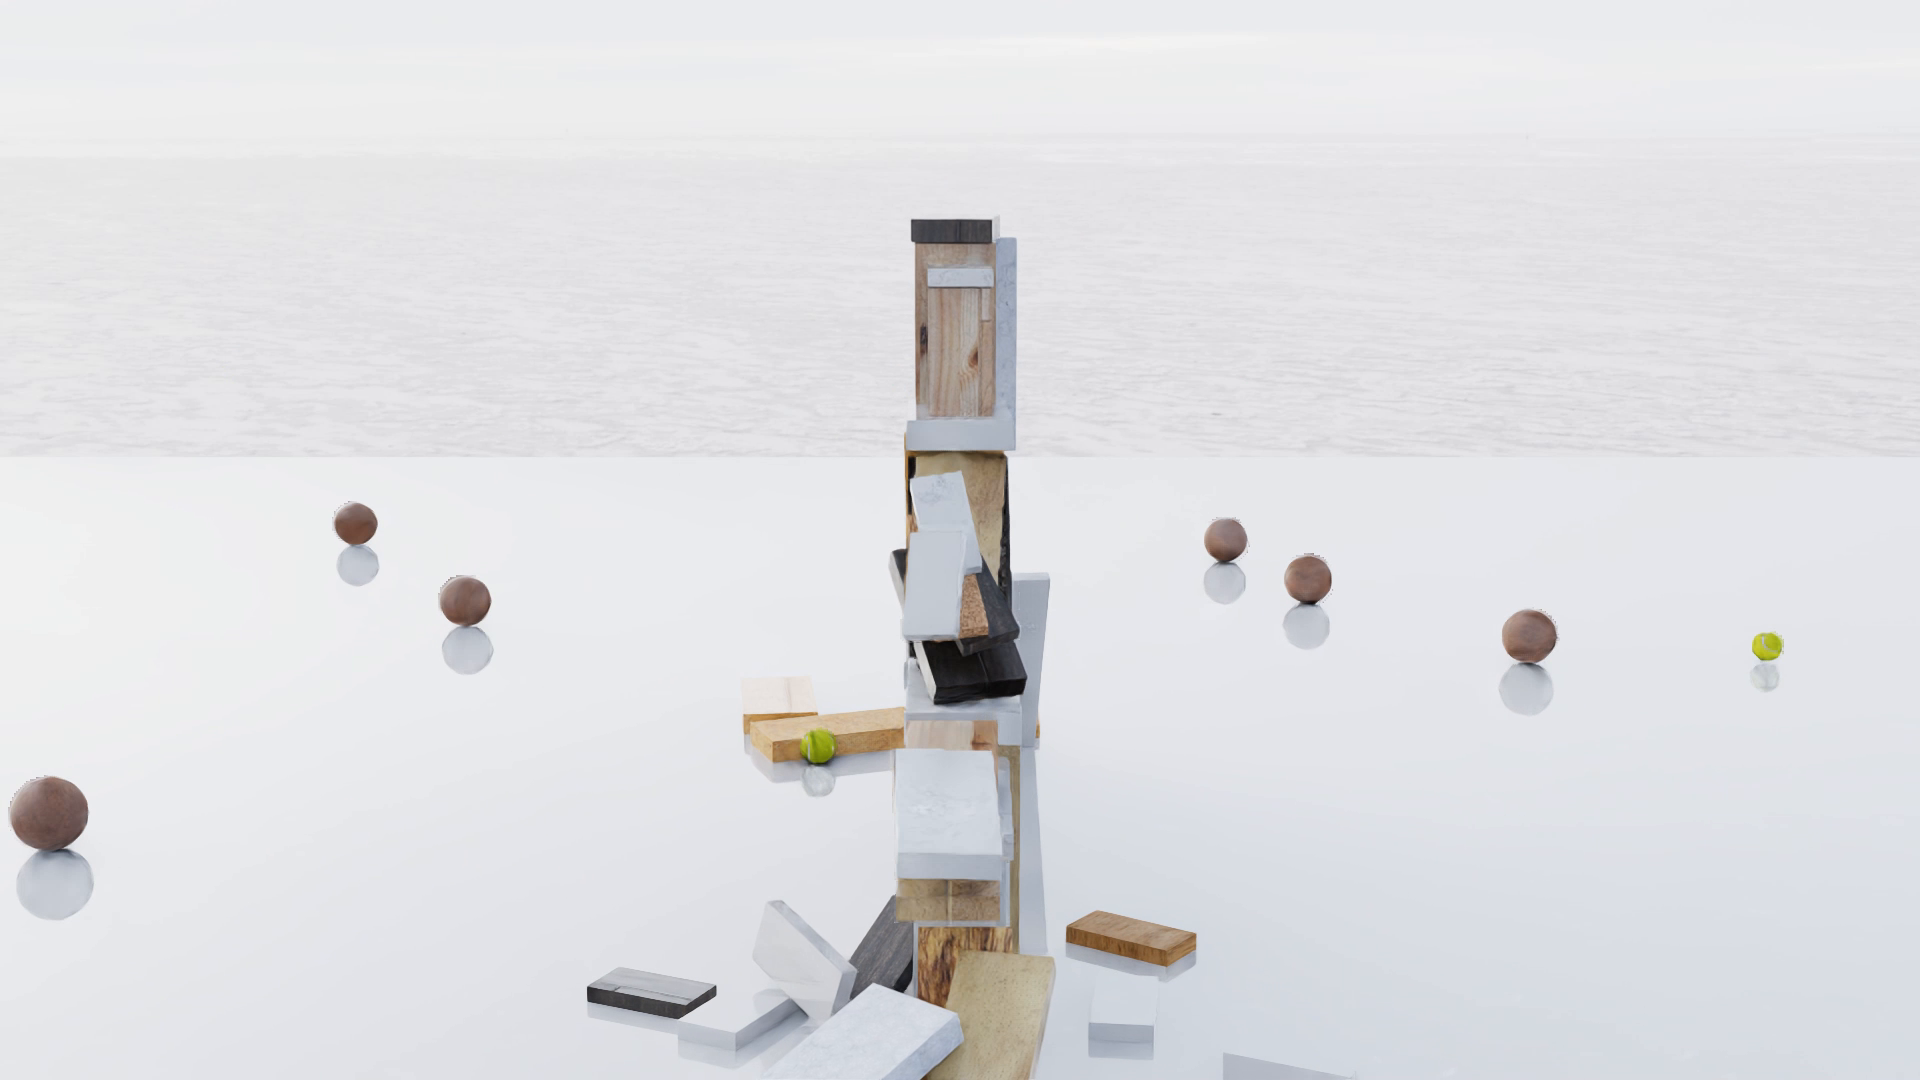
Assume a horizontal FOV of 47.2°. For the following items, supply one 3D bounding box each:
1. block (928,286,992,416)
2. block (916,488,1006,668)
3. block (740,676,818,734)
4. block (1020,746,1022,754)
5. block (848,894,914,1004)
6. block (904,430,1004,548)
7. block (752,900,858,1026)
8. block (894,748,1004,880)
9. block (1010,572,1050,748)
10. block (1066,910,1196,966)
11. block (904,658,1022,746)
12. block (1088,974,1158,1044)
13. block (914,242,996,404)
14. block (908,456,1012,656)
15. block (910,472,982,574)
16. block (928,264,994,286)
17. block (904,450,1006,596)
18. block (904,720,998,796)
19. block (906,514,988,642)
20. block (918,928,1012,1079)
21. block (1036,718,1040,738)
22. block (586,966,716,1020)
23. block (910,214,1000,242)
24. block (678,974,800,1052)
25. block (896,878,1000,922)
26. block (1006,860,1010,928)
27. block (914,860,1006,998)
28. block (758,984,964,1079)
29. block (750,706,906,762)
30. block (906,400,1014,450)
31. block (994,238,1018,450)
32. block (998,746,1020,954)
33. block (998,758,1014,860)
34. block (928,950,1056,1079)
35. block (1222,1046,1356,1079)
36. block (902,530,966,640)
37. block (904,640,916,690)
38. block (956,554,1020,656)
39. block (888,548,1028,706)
[{"bbox_3d":[0.000,-0.307,3.570,0.104,0.209,0.030,0,6,-1],"label":"block"},{"bbox_3d":[0.002,0.061,3.560,0.144,0.288,0.041,0,-11,-1],"label":"block"},{"bbox_3d":[-0.397,0.358,4.795,0.157,0.044,0.314,-1,11,-7],"label":"block"},{"bbox_3d":[0.069,0.390,4.439,0.070,0.020,0.140,6,-31,29],"label":"block"},{"bbox_3d":[-0.105,0.609,3.206,0.097,0.027,0.194,8,47,36],"label":"block"},{"bbox_3d":[-0.010,-0.016,3.832,0.171,0.348,0.048,0,9,-1],"label":"block"},{"bbox_3d":[-0.225,0.609,3.158,0.027,0.097,0.193,-1,24,-41],"label":"block"},{"bbox_3d":[-0.018,0.361,2.916,0.134,0.038,0.268,2,24,-3],"label":"block"},{"bbox_3d":[0.118,0.247,4.431,0.093,0.421,0.026,-2,34,-8],"label":"block"},{"bbox_3d":[0.267,0.621,3.433,0.183,0.026,0.091,7,13,35],"label":"block"},{"bbox_3d":[0.004,0.250,3.449,0.175,0.049,0.349,0,10,0],"label":"block"},{"bbox_3d":[0.236,0.671,3.160,0.091,0.026,0.183,1,11,7],"label":"block"},{"bbox_3d":[-0.008,-0.372,3.769,0.138,0.275,0.039,0,14,0],"label":"block"},{"bbox_3d":[-0.001,0.025,3.705,0.171,0.341,0.048,0,-22,-1],"label":"block"},{"bbox_3d":[-0.022,-0.023,3.348,0.081,0.162,0.023,-9,-24,-8],"label":"block"},{"bbox_3d":[-0.001,-0.437,3.625,0.104,0.030,0.209,0,9,-1],"label":"block"},{"bbox_3d":[-0.007,-0.023,3.484,0.144,0.041,0.288,4,49,0],"label":"block"},{"bbox_3d":[-0.013,0.328,3.124,0.134,0.038,0.268,0,18,1],"label":"block"},{"bbox_3d":[-0.020,0.051,3.343,0.081,0.023,0.223,-8,55,-9],"label":"block"},{"bbox_3d":[0.007,0.637,2.965,0.130,0.037,0.259,0,41,0],"label":"block"},{"bbox_3d":[0.121,0.385,4.703,0.093,0.026,0.186,0,11,0],"label":"block"},{"bbox_3d":[-0.450,0.662,3.214,0.169,0.024,0.085,5,12,24],"label":"block"},{"bbox_3d":[-0.005,-0.545,3.837,0.138,0.039,0.275,1,10,4],"label":"block"},{"bbox_3d":[-0.308,0.674,3.142,0.097,0.027,0.194,5,12,27],"label":"block"},{"bbox_3d":[-0.014,0.427,2.982,0.134,0.038,0.268,0,23,1],"label":"block"},{"bbox_3d":[0.004,0.554,3.153,0.133,0.266,0.038,0,-12,0],"label":"block"},{"bbox_3d":[0.000,0.575,3.091,0.130,0.259,0.037,0,-21,0],"label":"block"},{"bbox_3d":[-0.154,0.684,2.793,0.153,0.043,0.305,10,32,42],"label":"block"},{"bbox_3d":[-0.225,0.400,4.570,0.391,0.044,0.157,-4,11,-22],"label":"block"},{"bbox_3d":[-0.003,-0.195,3.690,0.171,0.048,0.341,0,9,-1],"label":"block"},{"bbox_3d":[0.032,-0.351,3.943,0.138,0.379,0.039,1,6,3],"label":"block"},{"bbox_3d":[0.004,0.467,3.374,0.175,0.349,0.049,0,10,0],"label":"block"},{"bbox_3d":[0.007,0.388,3.198,0.133,0.038,0.266,0,18,0],"label":"block"},{"bbox_3d":[0.040,0.655,2.878,0.130,0.037,0.259,2,41,13],"label":"block"},{"bbox_3d":[0.420,0.706,2.811,0.169,0.085,0.024,5,12,26],"label":"block"},{"bbox_3d":[-0.038,0.067,3.266,0.081,0.162,0.023,-2,-20,18],"label":"block"},{"bbox_3d":[-0.006,0.194,3.793,0.171,0.049,0.343,0,11,0],"label":"block"},{"bbox_3d":[0.011,0.085,3.350,0.091,0.026,0.183,-18,57,-15],"label":"block"},{"bbox_3d":[-0.006,0.126,3.417,0.144,0.041,0.288,-5,47,-16],"label":"block"}]
